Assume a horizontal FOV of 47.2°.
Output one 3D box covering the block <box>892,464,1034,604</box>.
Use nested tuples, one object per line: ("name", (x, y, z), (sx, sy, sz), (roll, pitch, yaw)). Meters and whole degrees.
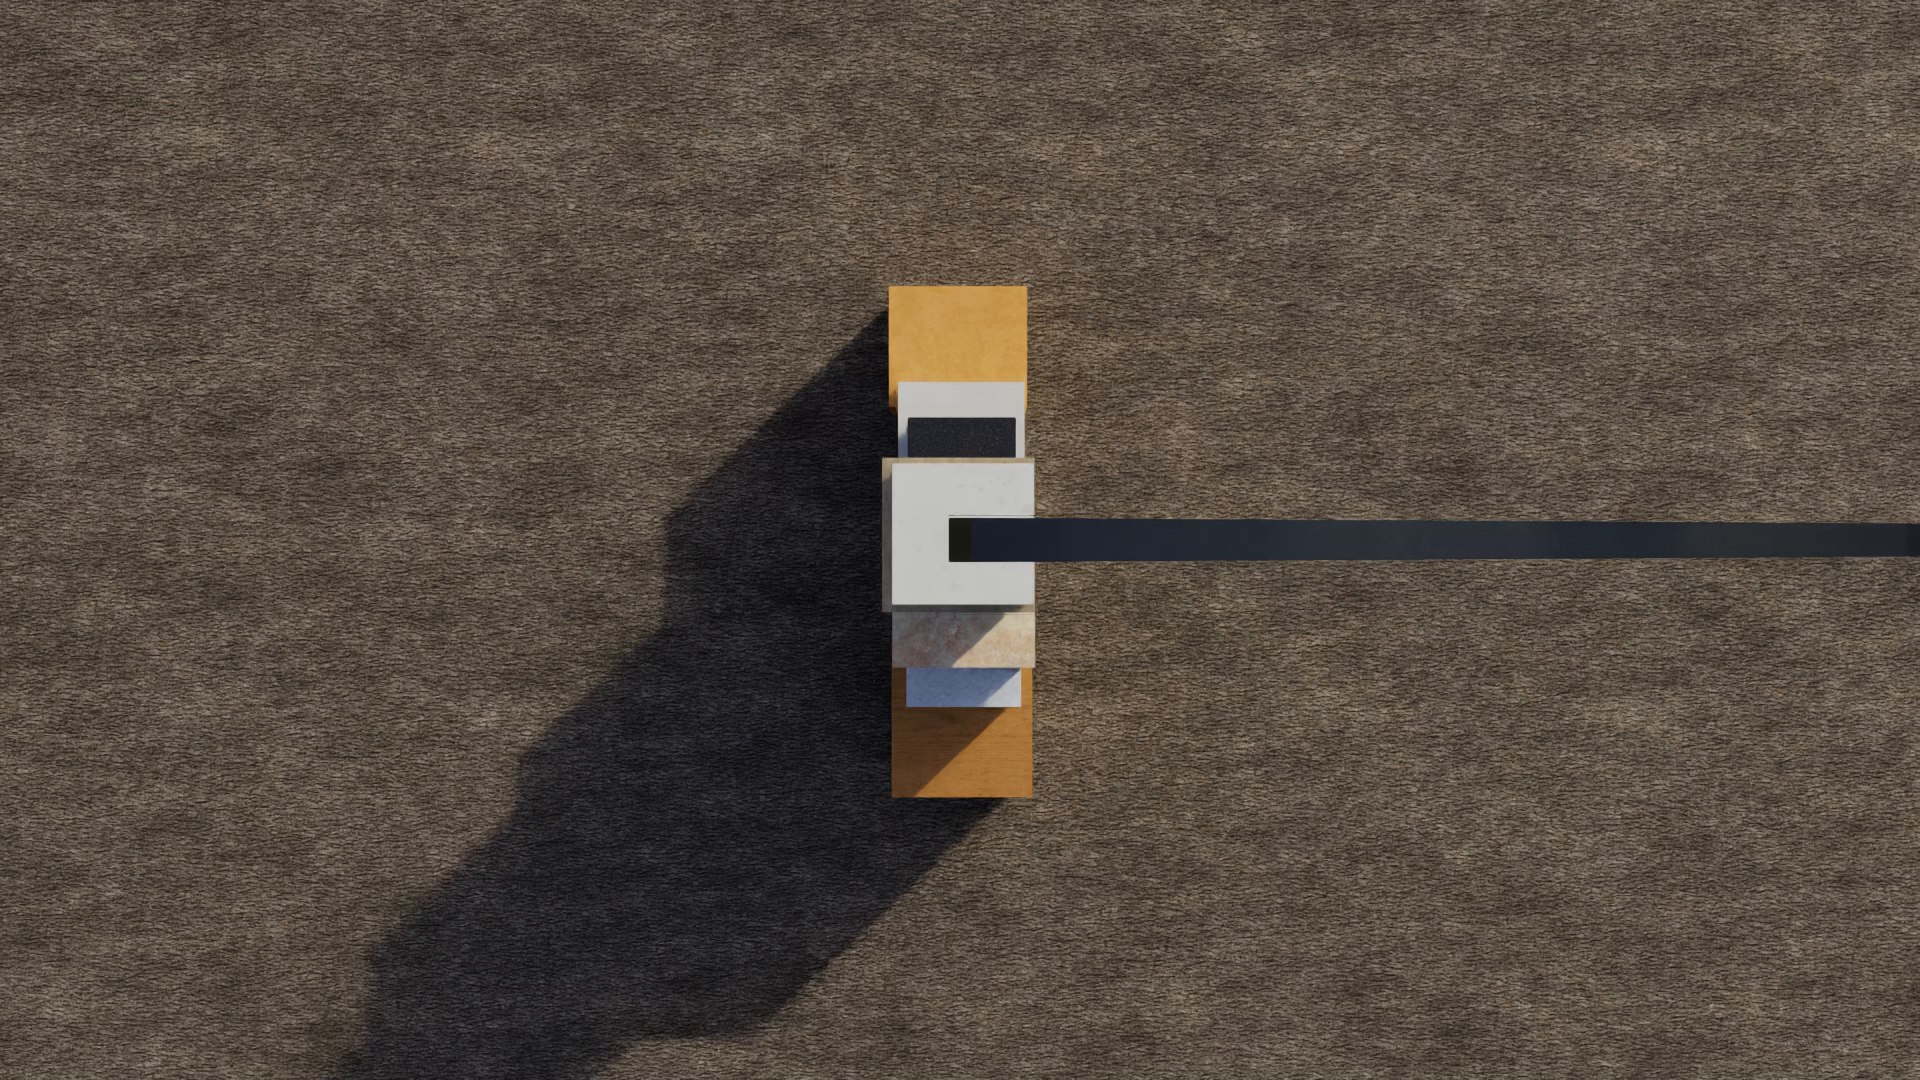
("block", (0.011, -0.021, 8.246), (0.515, 0.518, 0.513), (0, 90, 0))

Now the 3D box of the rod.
("rod", (2.234, 0.000, 5.321), (5.200, 0.080, 0.080), (0, 90, -31))

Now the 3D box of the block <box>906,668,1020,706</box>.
("block", (0.019, 0.616, 11.725), (0.593, 0.614, 0.502), (0, 90, 0))

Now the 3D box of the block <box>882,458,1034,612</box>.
("block", (-0.006, -0.018, 8.818), (0.589, 0.626, 0.598), (0, 90, 0))

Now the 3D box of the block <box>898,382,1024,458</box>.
("block", (0.007, -0.520, 11.939), (0.671, 0.554, 0.665), (0, 93, 0))

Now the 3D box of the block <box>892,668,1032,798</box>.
("block", (0.011, 0.966, 12.516), (0.769, 0.968, 0.883), (0, 90, 0))

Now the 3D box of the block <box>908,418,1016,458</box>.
("block", (0.009, -0.344, 11.377), (0.545, 0.563, 0.555), (0, 91, 0))

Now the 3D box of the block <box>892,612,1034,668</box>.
("block", (0.017, 0.279, 11.050), (0.692, 0.738, 0.687), (0, 90, 0))

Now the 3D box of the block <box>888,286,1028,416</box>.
("block", (-0.012, -1.073, 12.602), (0.767, 0.796, 0.670), (0, 90, 0))
